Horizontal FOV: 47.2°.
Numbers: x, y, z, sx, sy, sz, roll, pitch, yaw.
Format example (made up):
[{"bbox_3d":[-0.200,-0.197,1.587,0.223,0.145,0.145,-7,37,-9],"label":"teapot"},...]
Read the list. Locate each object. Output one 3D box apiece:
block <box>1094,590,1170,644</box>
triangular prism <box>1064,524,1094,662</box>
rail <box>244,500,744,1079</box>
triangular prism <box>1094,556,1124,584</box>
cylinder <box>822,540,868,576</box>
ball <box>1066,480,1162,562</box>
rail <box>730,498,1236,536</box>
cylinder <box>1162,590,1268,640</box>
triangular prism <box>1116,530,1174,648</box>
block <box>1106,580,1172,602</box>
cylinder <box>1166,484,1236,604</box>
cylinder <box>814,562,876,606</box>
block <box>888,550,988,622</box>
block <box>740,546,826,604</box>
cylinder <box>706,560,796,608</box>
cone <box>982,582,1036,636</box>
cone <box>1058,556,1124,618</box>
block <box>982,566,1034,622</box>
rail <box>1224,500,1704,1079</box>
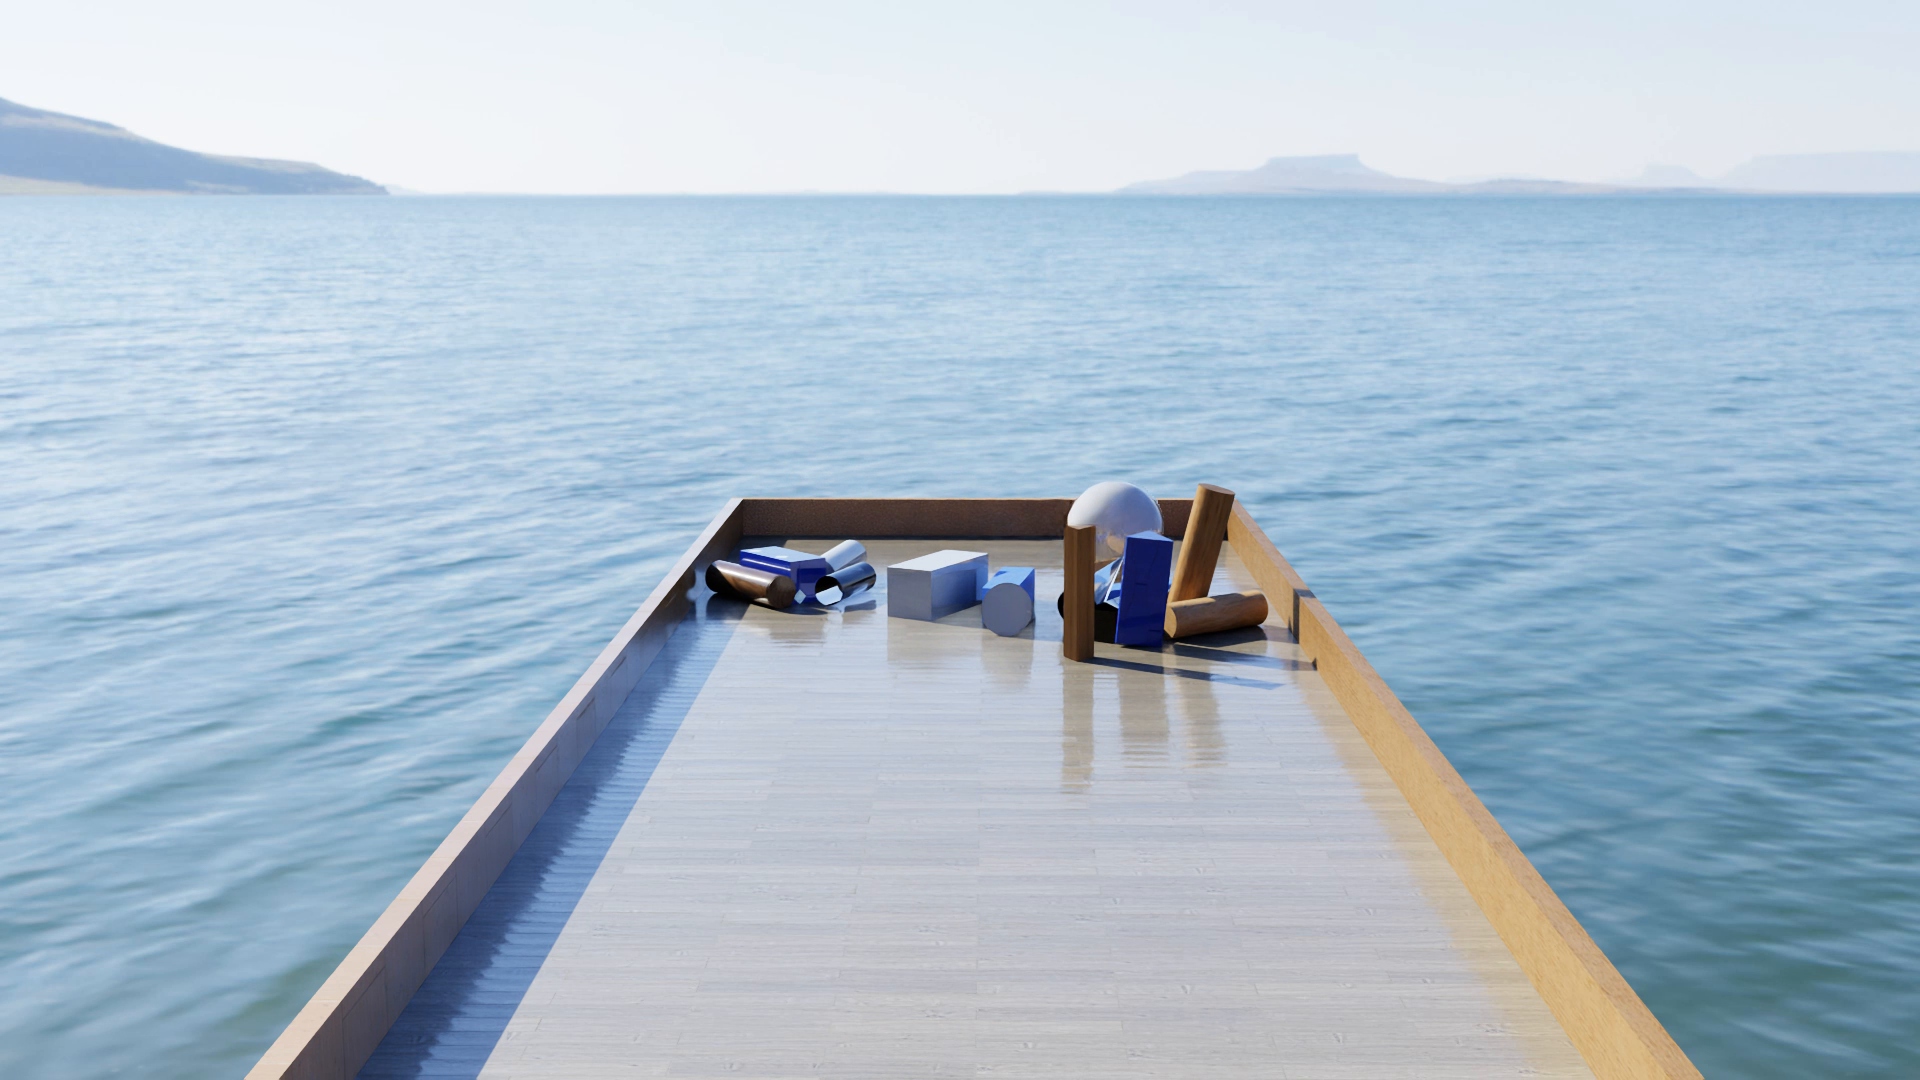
[{"bbox_3d":[0.554,0.242,7.153,0.102,0.102,0.441,5,10,29],"label":"block"},{"bbox_3d":[0.351,0.159,6.705,0.080,0.407,0.093,6,11,35],"label":"triangular prism"},{"bbox_3d":[-1.004,0.839,3.234,0.050,0.150,12.000,0,9,1],"label":"rail"},{"bbox_3d":[0.549,0.129,7.748,0.154,0.133,0.415,8,12,42],"label":"triangular prism"},{"bbox_3d":[-0.454,0.096,8.001,0.125,0.125,0.450,2,9,12],"label":"cylinder"},{"bbox_3d":[0.571,-0.042,8.137,0.355,0.355,0.355,0,9,0],"label":"ball"},{"bbox_3d":[0.099,-0.098,9.147,2.100,0.150,0.050,0,9,1],"label":"rail"},{"bbox_3d":[0.811,0.241,7.118,0.408,0.116,0.116,-7,11,-37],"label":"cylinder"},{"bbox_3d":[0.578,0.150,6.917,0.145,0.342,0.126,6,12,3],"label":"triangular prism"},{"bbox_3d":[0.586,0.201,7.425,0.332,0.100,0.100,-5,10,-30],"label":"block"},{"bbox_3d":[0.780,0.051,7.178,0.125,0.456,0.125,13,11,-3],"label":"cylinder"},{"bbox_3d":[-0.400,0.153,7.717,0.104,0.104,0.300,3,10,20],"label":"cylinder"},{"bbox_3d":[-0.073,0.152,7.511,0.169,0.169,0.405,5,10,28],"label":"block"},{"bbox_3d":[-0.625,0.123,7.755,0.150,0.150,0.316,-7,11,-38],"label":"block"},{"bbox_3d":[-0.733,0.154,7.671,0.116,0.116,0.400,-7,11,-38],"label":"cylinder"},{"bbox_3d":[0.202,0.240,7.224,0.172,0.172,0.336,3,-5,19],"label":"cone"},{"bbox_3d":[0.470,0.138,7.273,0.151,0.151,0.376,5,30,29],"label":"cone"},{"bbox_3d":[0.167,0.184,7.489,0.113,0.113,0.430,2,9,10],"label":"block"},{"bbox_3d":[1.046,0.843,3.208,0.050,0.150,12.000,0,9,1],"label":"rail"}]
